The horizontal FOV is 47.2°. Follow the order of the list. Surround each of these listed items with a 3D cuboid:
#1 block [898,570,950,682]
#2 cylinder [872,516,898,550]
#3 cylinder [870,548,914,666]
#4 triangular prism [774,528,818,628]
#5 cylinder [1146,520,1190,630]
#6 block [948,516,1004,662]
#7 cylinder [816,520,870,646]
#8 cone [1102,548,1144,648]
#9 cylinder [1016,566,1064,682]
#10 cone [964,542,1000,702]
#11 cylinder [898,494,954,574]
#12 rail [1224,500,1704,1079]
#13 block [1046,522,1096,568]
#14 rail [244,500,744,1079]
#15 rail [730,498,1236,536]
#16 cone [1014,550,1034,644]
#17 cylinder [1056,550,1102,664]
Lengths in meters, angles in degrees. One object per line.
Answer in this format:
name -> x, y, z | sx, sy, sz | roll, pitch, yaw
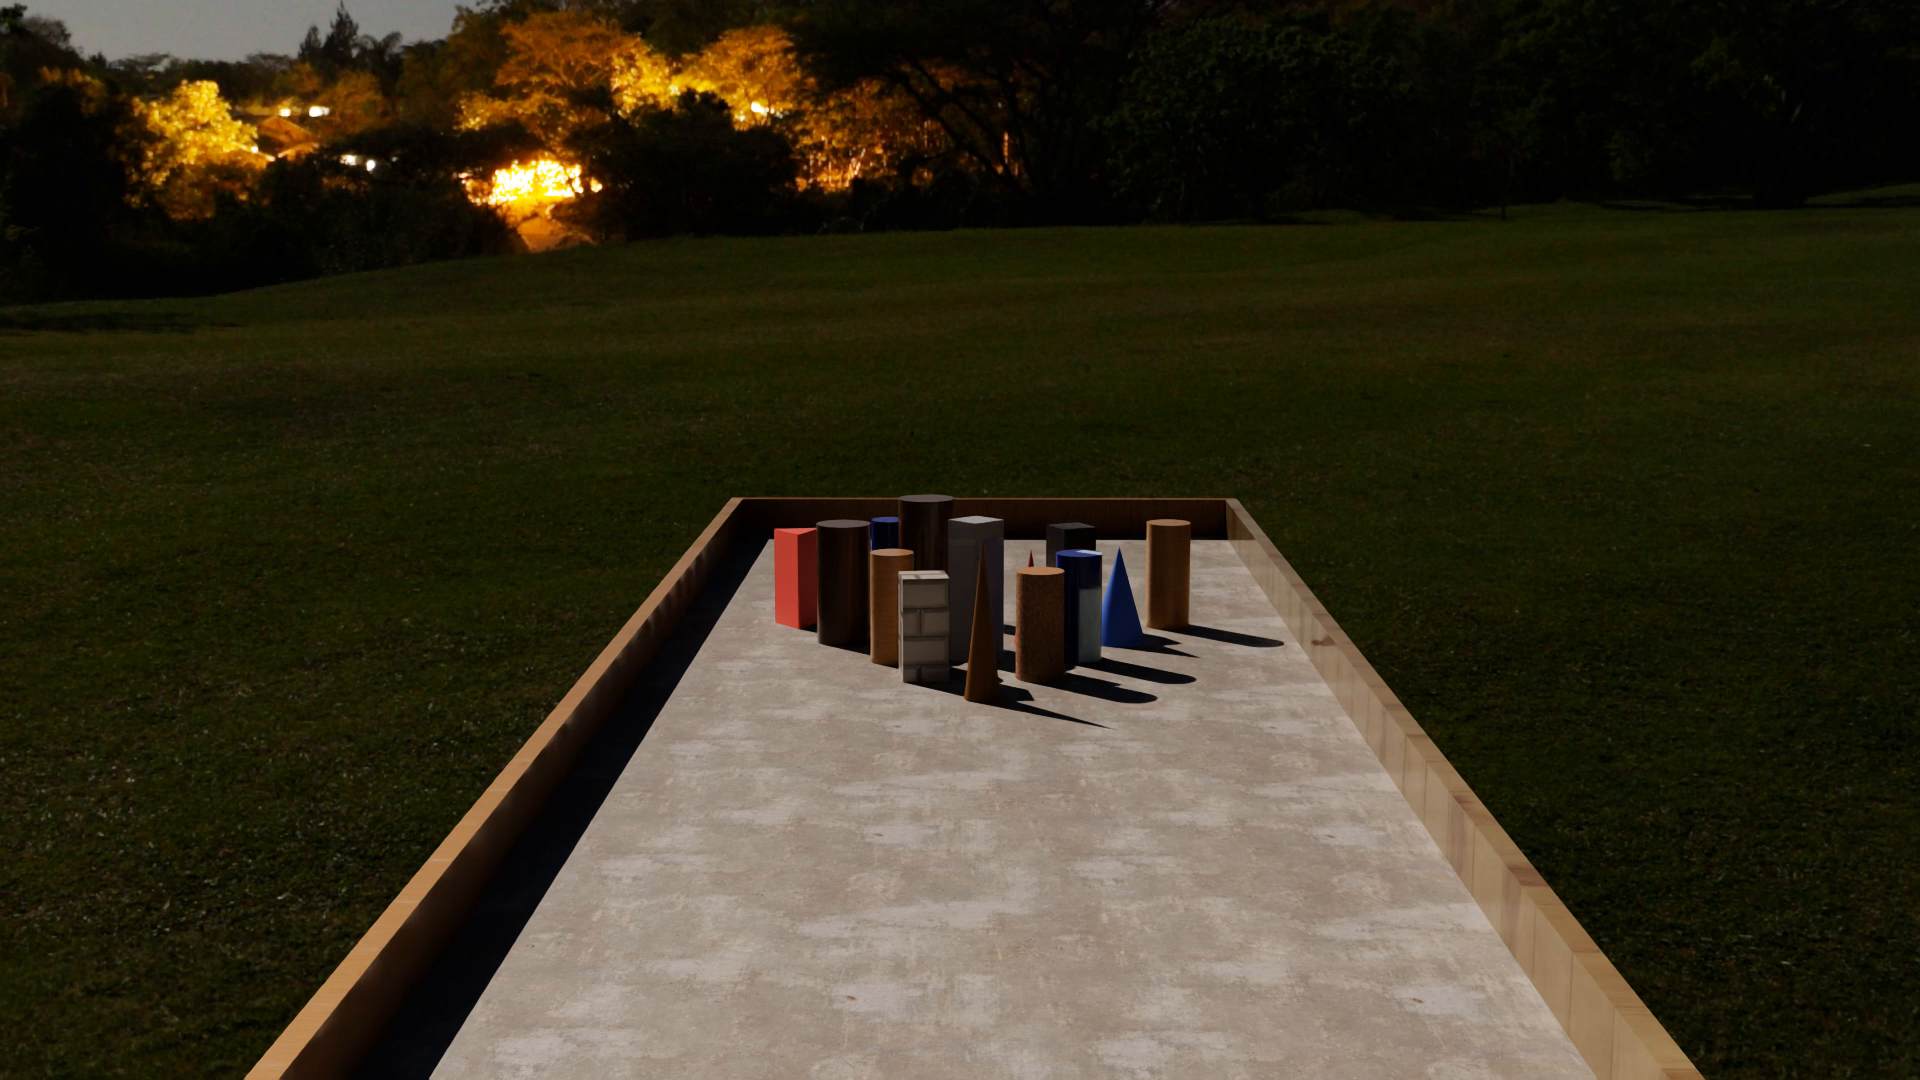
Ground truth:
block -> -0.106, 0.252, 6.446 | 0.136, 0.305, 0.136 | -1, 9, -7
cylinder -> -0.228, 0.108, 7.202 | 0.123, 0.353, 0.123 | 0, 9, 0
cylinder -> -0.206, 0.202, 6.665 | 0.134, 0.335, 0.134 | 0, 9, 0
triangular prism -> -0.517, 0.121, 7.246 | 0.125, 0.313, 0.144 | -7, 11, -37
cylinder -> 0.681, 0.112, 7.205 | 0.144, 0.343, 0.144 | 0, 9, 0
block -> 0.049, 0.151, 6.683 | 0.119, 0.430, 0.119 | -8, 12, -42
cylinder -> -0.367, 0.135, 6.953 | 0.172, 0.378, 0.172 | 0, 9, 0
cone -> 0.502, 0.171, 6.946 | 0.171, 0.307, 0.171 | 0, 9, 0
cylinder -> 0.234, 0.247, 6.433 | 0.142, 0.319, 0.142 | 0, 9, 0
cone -> 0.063, 0.220, 6.154 | 0.103, 0.459, 0.103 | 0, 9, 0
cylinder -> -0.105, 0.095, 6.944 | 0.178, 0.459, 0.178 | 0, 9, 0
rail -> 1.046, 0.843, 3.208 | 0.050, 0.150, 12.000 | 0, 9, 1
block -> 0.363, 0.117, 7.210 | 0.119, 0.331, 0.119 | -5, 10, -27
rail -> -1.004, 0.839, 3.234 | 0.050, 0.150, 12.000 | 0, 9, 1
rail -> 0.099, -0.098, 9.147 | 2.100, 0.150, 0.050 | 0, 9, 1
cone -> 0.223, 0.177, 6.927 | 0.107, 0.303, 0.107 | 0, 9, 0
cylinder -> 0.361, 0.202, 6.682 | 0.141, 0.329, 0.141 | 0, 9, 0
